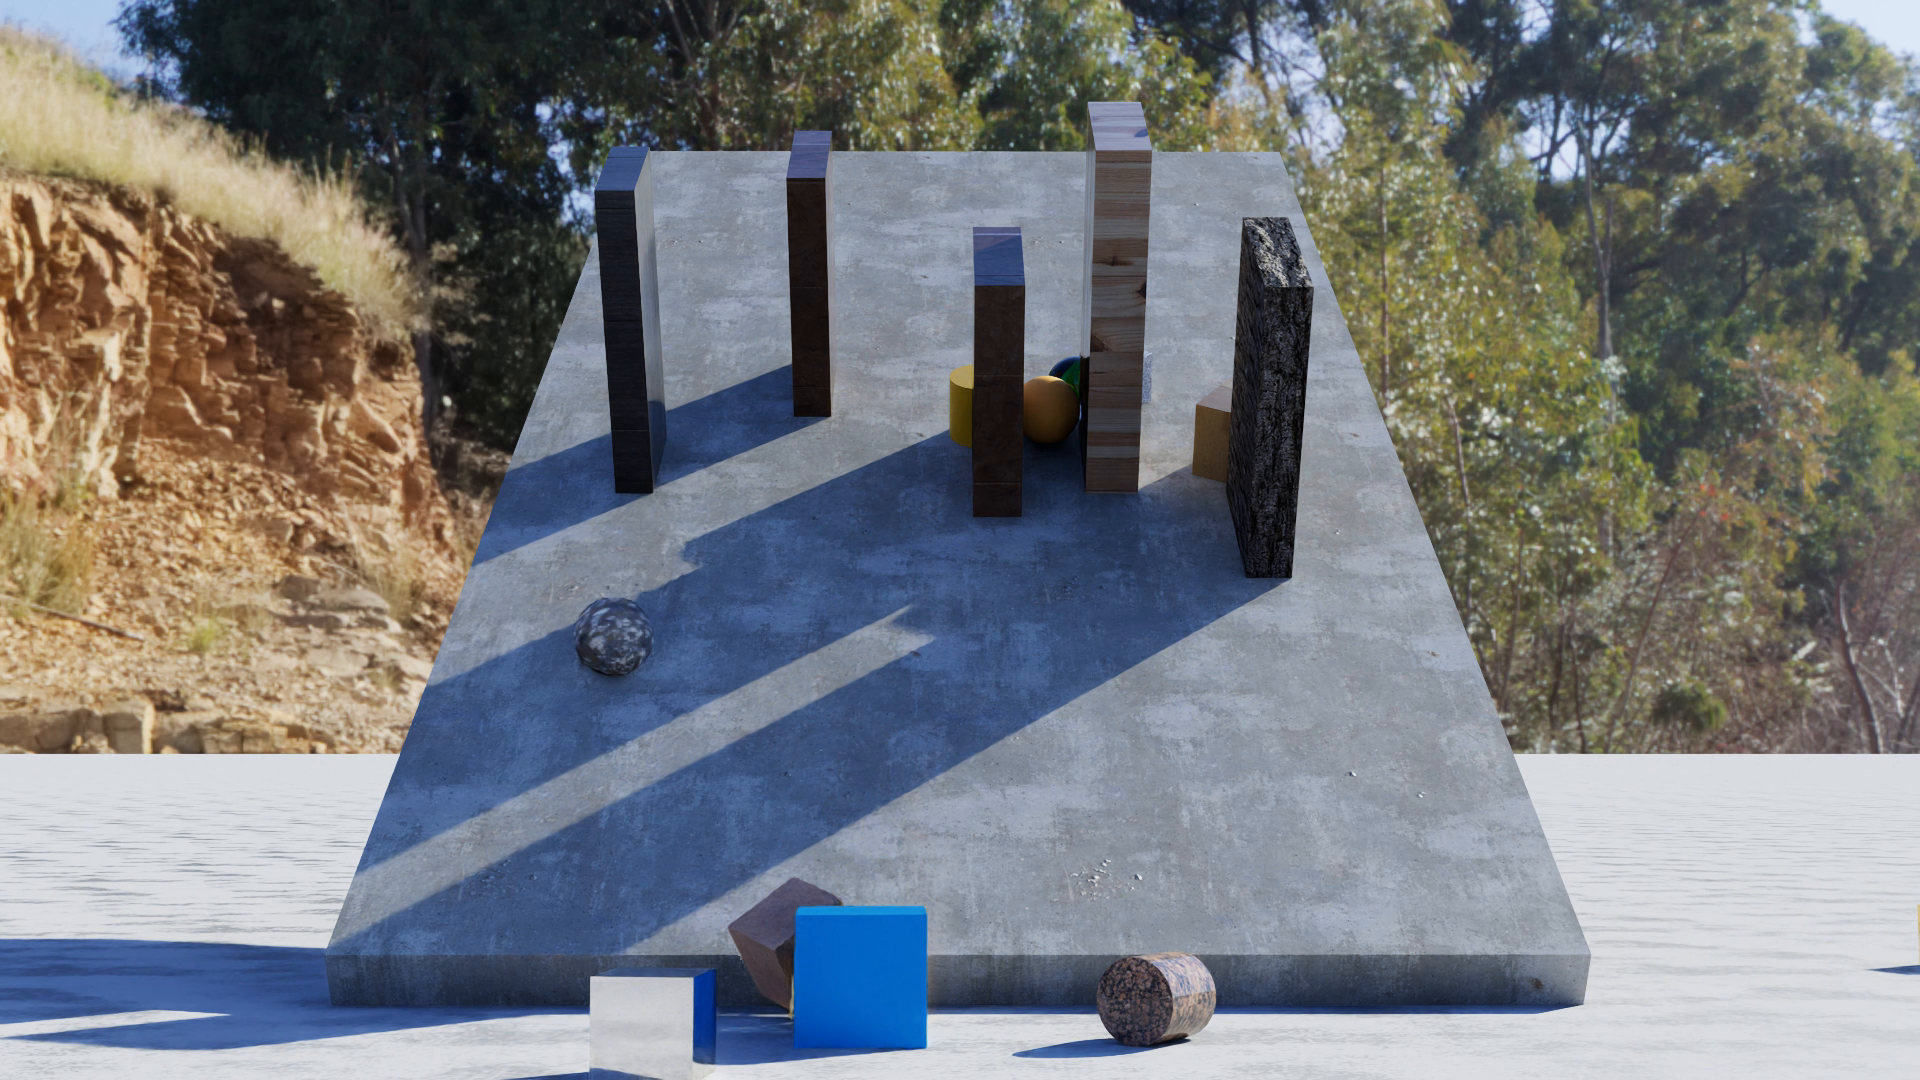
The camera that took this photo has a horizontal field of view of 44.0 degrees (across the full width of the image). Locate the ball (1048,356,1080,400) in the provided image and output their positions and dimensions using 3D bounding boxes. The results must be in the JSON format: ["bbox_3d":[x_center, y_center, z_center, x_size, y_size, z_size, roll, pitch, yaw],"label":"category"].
[{"bbox_3d":[0.273,-0.354,5.531,0.149,0.149,0.149,0,-5,0],"label":"ball"}]

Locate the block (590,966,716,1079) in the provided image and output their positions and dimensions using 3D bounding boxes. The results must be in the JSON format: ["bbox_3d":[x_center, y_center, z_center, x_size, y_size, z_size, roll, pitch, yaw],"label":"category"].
[{"bbox_3d":[-0.383,0.606,2.977,0.129,0.129,0.129,-1,-5,7],"label":"block"}]

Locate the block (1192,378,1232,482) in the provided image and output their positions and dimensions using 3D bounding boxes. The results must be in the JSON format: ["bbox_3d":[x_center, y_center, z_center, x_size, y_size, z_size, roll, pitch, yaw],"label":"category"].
[{"bbox_3d":[0.635,-0.234,5.279,0.171,0.171,0.171,16,31,28],"label":"block"}]

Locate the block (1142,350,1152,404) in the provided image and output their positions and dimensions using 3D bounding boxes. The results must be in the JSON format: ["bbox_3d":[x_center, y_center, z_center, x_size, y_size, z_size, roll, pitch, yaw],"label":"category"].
[{"bbox_3d":[0.367,-0.387,5.623,0.122,0.122,0.122,-22,35,-36],"label":"block"}]

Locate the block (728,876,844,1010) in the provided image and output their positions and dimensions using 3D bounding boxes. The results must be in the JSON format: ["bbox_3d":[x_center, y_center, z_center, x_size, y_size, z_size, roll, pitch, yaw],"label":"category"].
[{"bbox_3d":[-0.245,0.625,3.655,0.134,0.134,0.134,-35,27,-27],"label":"block"}]

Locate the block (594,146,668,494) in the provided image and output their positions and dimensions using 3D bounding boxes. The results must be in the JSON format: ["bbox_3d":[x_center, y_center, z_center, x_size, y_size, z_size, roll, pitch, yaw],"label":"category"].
[{"bbox_3d":[-0.712,-0.476,5.170,0.082,0.694,0.287,0,28,0],"label":"block"}]

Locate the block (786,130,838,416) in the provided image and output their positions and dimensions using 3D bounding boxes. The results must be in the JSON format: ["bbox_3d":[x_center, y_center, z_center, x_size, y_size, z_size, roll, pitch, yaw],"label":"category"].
[{"bbox_3d":[-0.345,-0.625,5.577,0.087,0.584,0.338,0,28,0],"label":"block"}]

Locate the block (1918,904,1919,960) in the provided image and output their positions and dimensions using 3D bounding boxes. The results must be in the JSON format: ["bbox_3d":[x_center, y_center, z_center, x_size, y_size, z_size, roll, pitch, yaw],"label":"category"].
[{"bbox_3d":[1.893,0.746,4.485,0.113,0.113,0.113,2,-5,-22],"label":"block"}]

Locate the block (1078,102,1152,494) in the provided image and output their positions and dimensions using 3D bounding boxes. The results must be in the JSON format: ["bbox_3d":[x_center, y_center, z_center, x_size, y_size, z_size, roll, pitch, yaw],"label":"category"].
[{"bbox_3d":[0.333,-0.524,5.173,0.115,0.781,0.330,0,28,0],"label":"block"}]

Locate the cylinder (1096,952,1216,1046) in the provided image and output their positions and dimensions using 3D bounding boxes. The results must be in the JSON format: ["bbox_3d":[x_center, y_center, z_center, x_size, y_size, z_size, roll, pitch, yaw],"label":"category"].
[{"bbox_3d":[0.275,0.641,3.328,0.122,0.122,0.122,-3,-6,34],"label":"cylinder"}]

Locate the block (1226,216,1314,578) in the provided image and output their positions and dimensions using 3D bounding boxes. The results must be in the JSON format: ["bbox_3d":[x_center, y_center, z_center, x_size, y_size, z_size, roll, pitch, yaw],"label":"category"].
[{"bbox_3d":[0.632,-0.295,4.893,0.094,0.636,0.394,0,28,0],"label":"block"}]

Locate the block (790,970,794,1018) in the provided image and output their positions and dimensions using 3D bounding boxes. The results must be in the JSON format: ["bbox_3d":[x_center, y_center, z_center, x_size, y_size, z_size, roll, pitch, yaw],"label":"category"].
[{"bbox_3d":[-0.165,0.654,3.530,0.119,0.119,0.119,4,-2,36],"label":"block"}]

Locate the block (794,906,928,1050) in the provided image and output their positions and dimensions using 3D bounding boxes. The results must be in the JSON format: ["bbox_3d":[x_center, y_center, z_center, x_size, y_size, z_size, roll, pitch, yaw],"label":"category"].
[{"bbox_3d":[-0.139,0.613,3.346,0.181,0.181,0.181,0,-5,-2],"label":"block"}]

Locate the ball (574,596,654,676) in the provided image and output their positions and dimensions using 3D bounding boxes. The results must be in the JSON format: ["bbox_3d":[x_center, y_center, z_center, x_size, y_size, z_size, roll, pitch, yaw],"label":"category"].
[{"bbox_3d":[-0.654,0.182,4.495,0.150,0.150,0.150,0,-5,0],"label":"ball"}]

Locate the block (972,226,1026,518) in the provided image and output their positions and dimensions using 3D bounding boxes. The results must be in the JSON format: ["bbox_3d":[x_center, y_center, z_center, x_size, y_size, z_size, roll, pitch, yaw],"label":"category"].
[{"bbox_3d":[0.080,-0.365,5.136,0.104,0.531,0.347,0,28,0],"label":"block"}]

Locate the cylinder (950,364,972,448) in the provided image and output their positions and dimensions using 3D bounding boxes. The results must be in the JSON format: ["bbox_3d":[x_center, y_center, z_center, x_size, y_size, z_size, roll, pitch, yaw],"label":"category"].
[{"bbox_3d":[0.049,-0.307,5.443,0.146,0.146,0.146,0,28,0],"label":"cylinder"}]

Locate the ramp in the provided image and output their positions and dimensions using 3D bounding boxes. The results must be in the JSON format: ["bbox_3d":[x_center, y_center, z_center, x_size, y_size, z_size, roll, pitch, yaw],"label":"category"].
[{"bbox_3d":[-0.011,-0.225,5.550,2.000,0.100,4.000,0,28,0],"label":"ramp"}]

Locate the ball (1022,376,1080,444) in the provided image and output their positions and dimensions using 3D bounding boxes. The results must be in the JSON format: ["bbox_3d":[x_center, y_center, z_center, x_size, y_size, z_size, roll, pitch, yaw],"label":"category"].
[{"bbox_3d":[0.197,-0.296,5.413,0.155,0.155,0.155,0,-5,0],"label":"ball"}]
